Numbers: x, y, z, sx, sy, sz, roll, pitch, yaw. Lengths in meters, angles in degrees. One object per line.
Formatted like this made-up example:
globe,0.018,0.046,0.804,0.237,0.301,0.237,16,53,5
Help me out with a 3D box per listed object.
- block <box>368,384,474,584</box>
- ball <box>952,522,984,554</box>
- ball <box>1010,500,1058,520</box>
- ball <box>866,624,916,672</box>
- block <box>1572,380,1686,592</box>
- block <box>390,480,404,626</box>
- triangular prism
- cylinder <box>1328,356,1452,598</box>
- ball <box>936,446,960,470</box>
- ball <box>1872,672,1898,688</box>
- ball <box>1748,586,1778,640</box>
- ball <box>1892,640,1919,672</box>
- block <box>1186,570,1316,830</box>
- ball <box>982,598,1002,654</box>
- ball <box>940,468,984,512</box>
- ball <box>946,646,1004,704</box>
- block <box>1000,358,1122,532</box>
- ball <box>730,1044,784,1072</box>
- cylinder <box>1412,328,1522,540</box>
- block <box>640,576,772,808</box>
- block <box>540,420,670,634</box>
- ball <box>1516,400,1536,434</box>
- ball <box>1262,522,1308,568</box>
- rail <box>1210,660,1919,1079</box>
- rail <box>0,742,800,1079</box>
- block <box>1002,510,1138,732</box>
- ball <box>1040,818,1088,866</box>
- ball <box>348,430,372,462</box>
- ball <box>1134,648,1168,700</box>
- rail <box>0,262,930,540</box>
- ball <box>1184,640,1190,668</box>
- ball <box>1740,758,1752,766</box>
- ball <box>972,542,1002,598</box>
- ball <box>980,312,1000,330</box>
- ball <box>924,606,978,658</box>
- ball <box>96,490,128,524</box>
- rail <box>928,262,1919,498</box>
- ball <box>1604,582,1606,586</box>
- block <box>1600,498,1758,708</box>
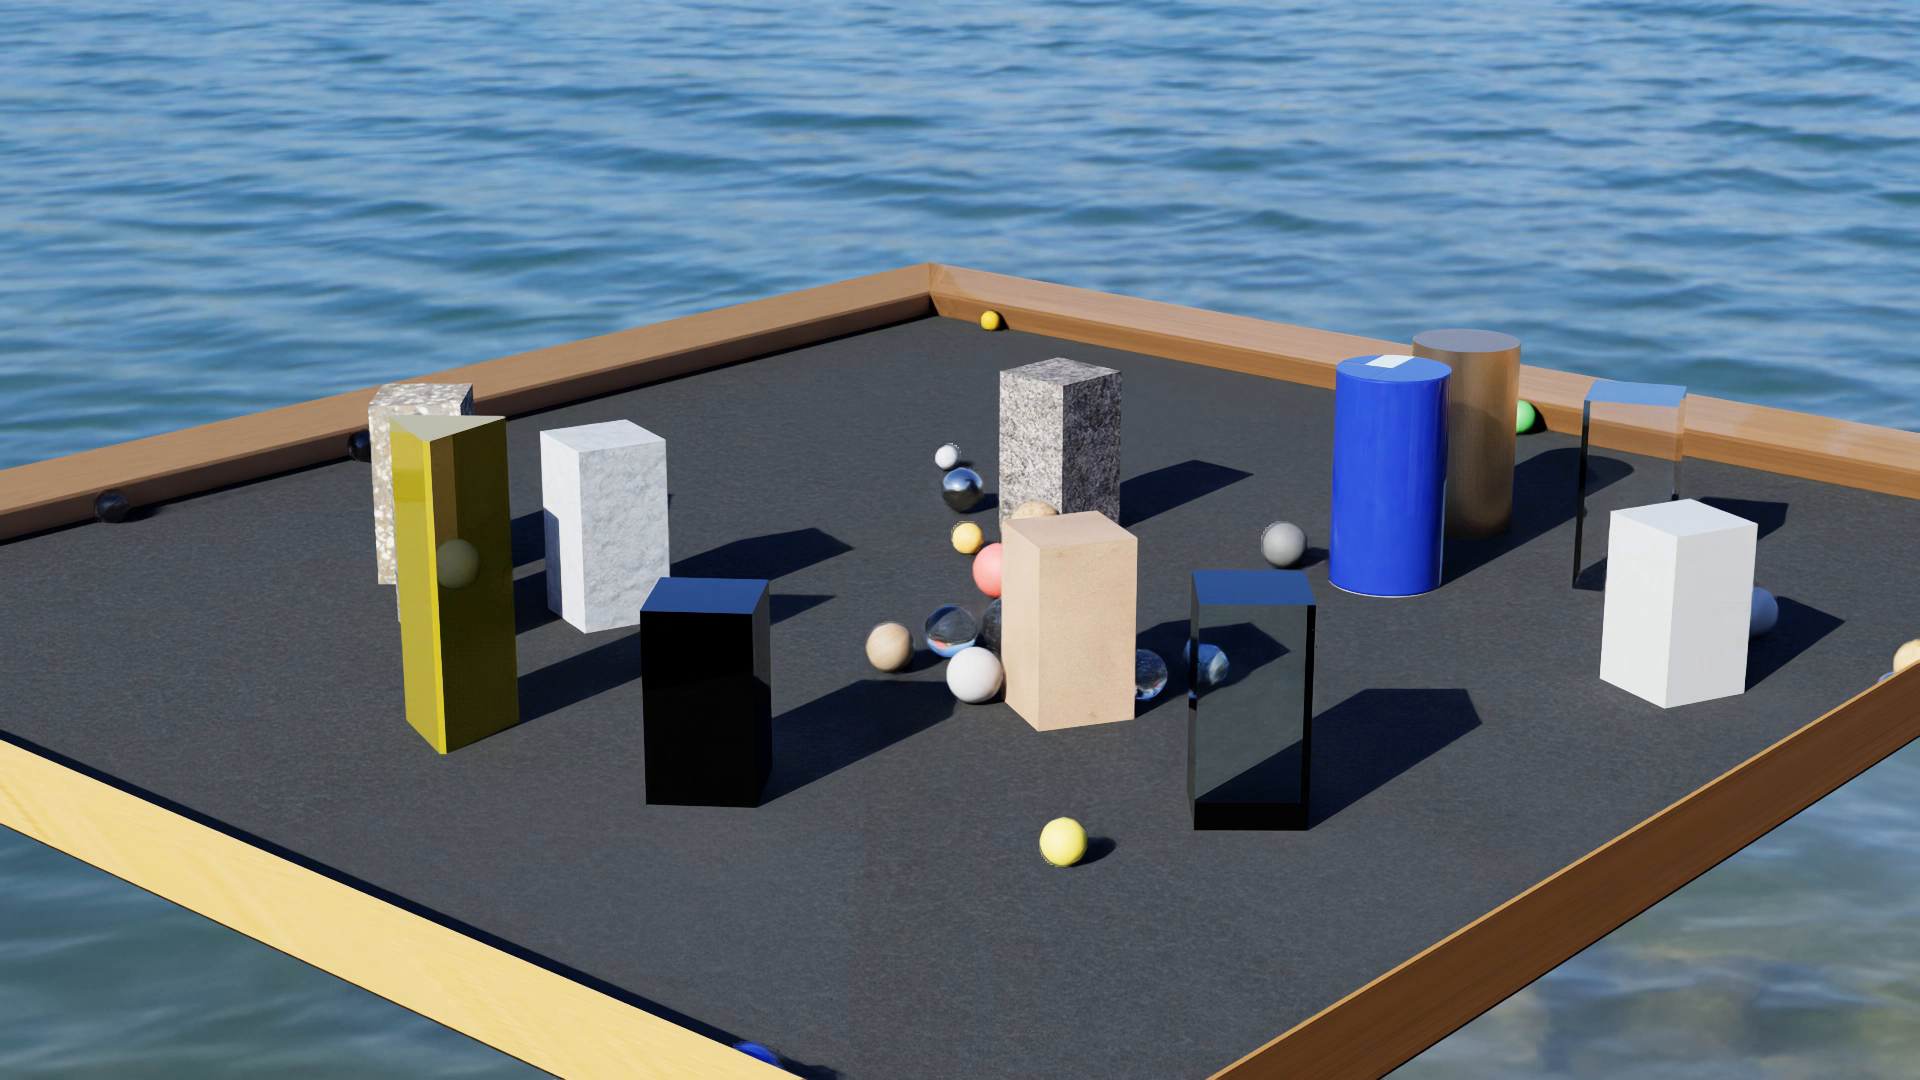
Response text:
block,-0.952,-0.101,5.227,0.159,0.326,0.159,0,17,-1
ball,0.015,-0.002,5.362,0.058,0.058,0.058,0,17,0
ball,0.139,-0.023,5.362,0.097,0.097,0.097,0,17,0
ball,-0.112,0.175,4.737,0.079,0.079,0.079,0,17,0
block,1.180,-0.092,5.169,0.159,0.342,0.159,6,18,18
block,-0.853,0.030,4.924,0.159,0.249,0.159,-7,18,-22
triangular prism,-0.791,0.056,4.429,0.149,0.484,0.172,11,20,31
cylinder,0.756,-0.114,5.161,0.199,0.387,0.199,0,17,0
ball,-0.025,-0.166,5.919,0.049,0.049,0.049,0,17,0
ball,1.449,0.239,4.541,0.070,0.070,0.070,0,17,0
ball,1.320,0.122,4.894,0.090,0.090,0.090,0,17,0
ball,1.521,0.200,4.640,0.087,0.087,0.087,0,17,0
block,0.408,0.225,4.133,0.159,0.332,0.159,0,17,1
ball,0.085,0.140,4.817,0.100,0.100,0.100,0,17,0
ball,0.004,-0.097,5.632,0.084,0.084,0.084,0,17,0
ball,0.024,0.212,4.598,0.089,0.089,0.089,0,17,0
block,0.187,-0.165,5.469,0.159,0.308,0.159,16,23,43
ball,-0.238,0.608,3.293,0.083,0.083,0.083,0,17,0
cylinder,0.943,-0.201,5.504,0.199,0.356,0.199,0,17,0
block,-0.363,0.218,4.225,0.159,0.292,0.159,1,17,5
block,-0.603,-0.025,4.993,0.159,0.315,0.159,-10,19,-29
ball,1.181,-0.259,6.192,0.071,0.071,0.071,0,17,0
ball,0.586,0.010,5.281,0.082,0.082,0.082,0,17,0
rail,1.165,0.324,4.151,0.045,0.129,3.369,14,22,39
rail,-1.089,0.394,3.919,3.133,0.129,0.045,14,22,39
block,0.167,0.123,4.539,0.159,0.292,0.159,-6,18,-19
ball,0.141,0.410,3.983,0.065,0.065,0.065,0,17,0
ball,-1.214,-0.192,5.981,0.065,0.065,0.065,0,17,0
ball,0.286,0.211,4.614,0.080,0.080,0.080,0,17,0
rail,-1.165,-0.259,6.088,0.045,0.129,3.369,14,22,39
ball,0.395,0.185,4.723,0.069,0.069,0.069,0,17,0
ball,1.145,0.343,4.210,0.062,0.062,0.062,0,17,0
ball,0.072,0.053,5.108,0.099,0.099,0.099,0,17,0
ball,0.074,-0.533,7.143,0.048,0.048,0.048,0,17,0
ball,-0.015,0.150,4.806,0.087,0.087,0.087,0,17,0
ball,-1.607,-0.062,5.555,0.062,0.062,0.062,0,17,0
rail,1.089,-0.329,6.321,3.133,0.129,0.045,14,22,39
ball,1.149,0.078,5.118,0.046,0.046,0.046,0,17,0
block,1.136,0.099,4.643,0.159,0.280,0.159,-8,19,-25
